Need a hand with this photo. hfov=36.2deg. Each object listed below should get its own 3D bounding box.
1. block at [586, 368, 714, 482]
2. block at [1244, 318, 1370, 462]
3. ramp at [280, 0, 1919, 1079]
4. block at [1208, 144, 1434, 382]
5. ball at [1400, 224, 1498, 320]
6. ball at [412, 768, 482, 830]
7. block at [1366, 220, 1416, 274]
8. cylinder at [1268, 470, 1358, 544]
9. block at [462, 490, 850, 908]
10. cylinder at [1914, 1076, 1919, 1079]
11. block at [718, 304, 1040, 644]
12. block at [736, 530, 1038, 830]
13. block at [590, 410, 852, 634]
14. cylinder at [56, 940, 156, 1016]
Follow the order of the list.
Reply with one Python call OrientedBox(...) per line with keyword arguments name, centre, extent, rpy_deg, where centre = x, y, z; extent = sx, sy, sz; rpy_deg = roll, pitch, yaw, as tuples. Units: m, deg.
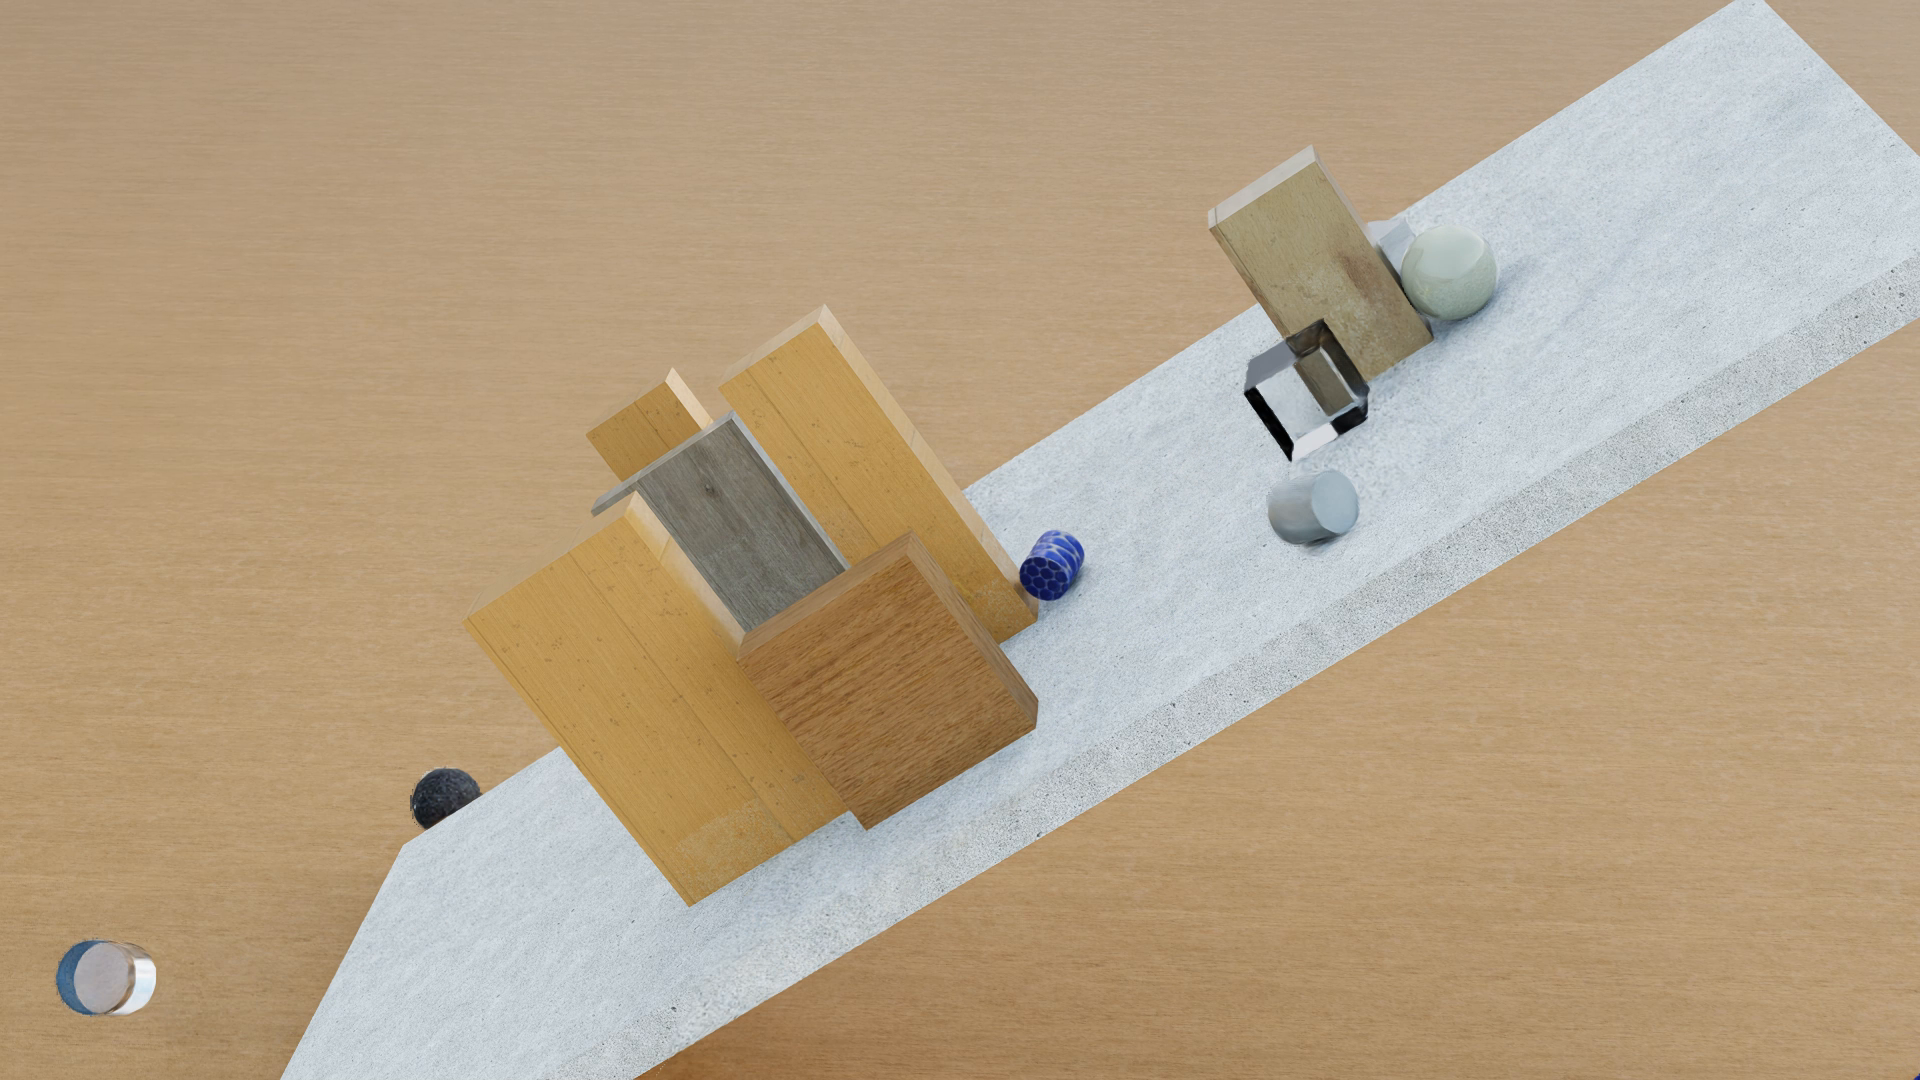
OrientedBox(name="block", centre=(-0.595, -0.066, 7.111), extent=(0.241, 0.685, 0.110), rpy_deg=(-32, 16, 15))
OrientedBox(name="block", centre=(0.702, -0.303, 5.952), extent=(0.179, 0.179, 0.179), rpy_deg=(-30, 16, 21))
OrientedBox(name="ramp", centre=(0.136, 0.173, 6.305), extent=(4.000, 0.100, 2.000), rpy_deg=(-32, 16, 15))
OrientedBox(name="block", centre=(0.743, -0.545, 6.060), extent=(0.254, 0.453, 0.144), rpy_deg=(-32, 16, 15))
OrientedBox(name="ball", centre=(0.998, -0.547, 6.000), extent=(0.196, 0.196, 0.196), rpy_deg=(0, 21, 0))
OrientedBox(name="ball", centre=(-1.385, 0.708, 7.947), extent=(0.187, 0.187, 0.187), rpy_deg=(0, 21, 0))
OrientedBox(name="block", centre=(0.899, -0.567, 6.322), extent=(0.170, 0.170, 0.170), rpy_deg=(-40, 16, -13))
OrientedBox(name="cylinder", centre=(0.654, -0.061, 5.450), extent=(0.120, 0.120, 0.120), rpy_deg=(-18, 1, -38))
OrientedBox(name="block", centre=(-0.589, 0.321, 5.836), extent=(0.402, 0.746, 0.141), rpy_deg=(-32, 16, 15))
OrientedBox(name="cylinder", centre=(2.246, 1.242, 6.571), extent=(0.188, 0.188, 0.188), rpy_deg=(-19, 28, -40))
OrientedBox(name="block", centre=(-0.161, -0.093, 6.069), extent=(0.251, 0.777, 0.127), rpy_deg=(-32, 16, 15))
OrientedBox(name="block", centre=(-0.136, 0.269, 5.613), extent=(0.396, 0.425, 0.131), rpy_deg=(-32, 16, 15))
OrientedBox(name="block", centre=(-0.510, 0.043, 6.794), extent=(0.405, 0.585, 0.081), rpy_deg=(-32, 16, 15))
OrientedBox(name="cylinder", centre=(-2.030, 1.042, 7.000), extent=(0.176, 0.176, 0.176), rpy_deg=(2, -9, 6))
